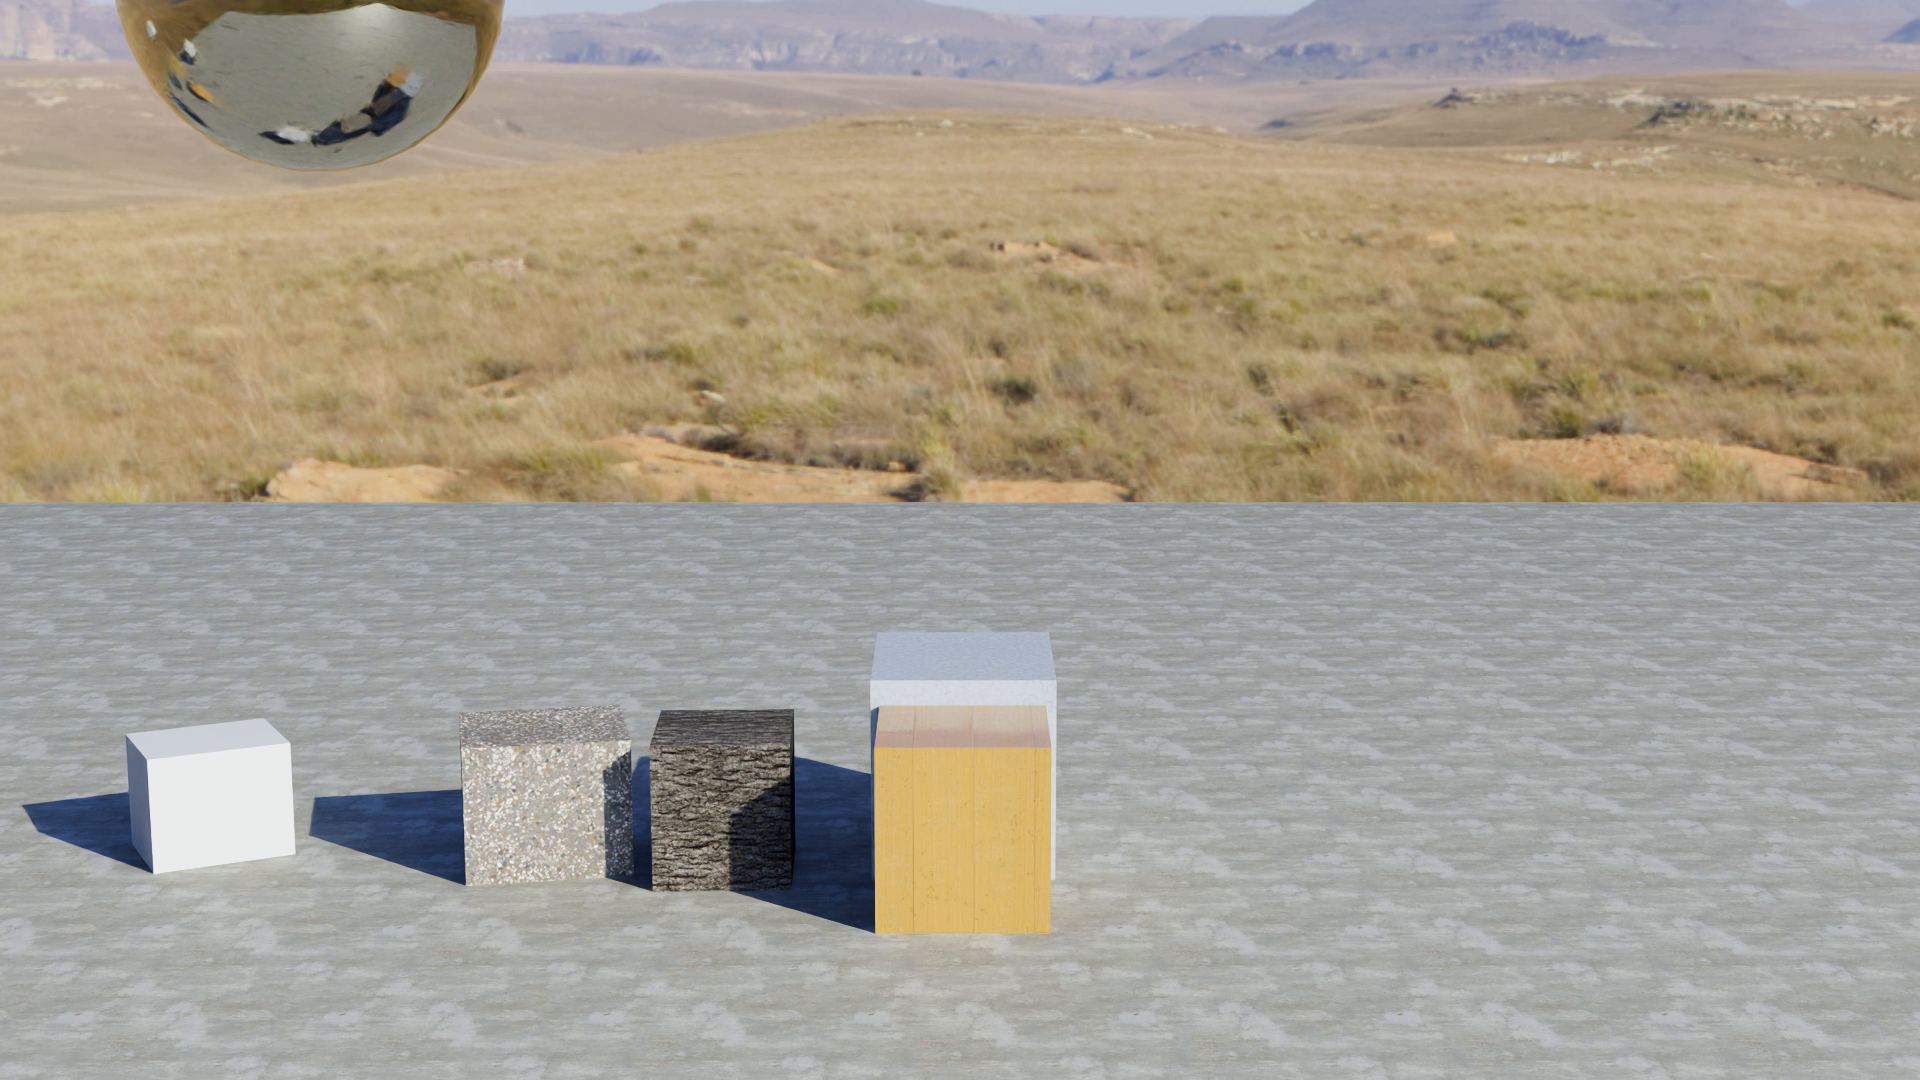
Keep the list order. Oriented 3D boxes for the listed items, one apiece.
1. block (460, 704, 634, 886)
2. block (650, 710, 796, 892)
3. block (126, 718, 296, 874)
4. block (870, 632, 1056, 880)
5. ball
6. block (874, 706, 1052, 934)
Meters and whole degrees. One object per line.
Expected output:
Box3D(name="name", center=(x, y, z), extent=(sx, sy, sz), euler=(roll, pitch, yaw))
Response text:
Box3D(name="block", center=(-1.870, 1.140, 11.566), extent=(0.732, 0.619, 0.658), euler=(-2, 11, -11))
Box3D(name="block", center=(-1.046, 1.149, 11.417), extent=(0.602, 0.653, 0.631), euler=(0, 10, -2))
Box3D(name="block", center=(-3.426, 1.160, 11.723), extent=(0.628, 0.523, 0.512), euler=(-5, 12, -27))
Box3D(name="block", center=(0.015, 0.967, 11.722), extent=(0.810, 0.902, 0.984), euler=(0, 10, 0))
Box3D(name="ball", center=(-2.716, -2.348, 10.753), extent=(1.600, 1.600, 1.600), euler=(0, 10, 0))
Box3D(name="block", center=(0.012, 1.174, 10.889), extent=(0.723, 0.794, 0.710), euler=(0, 10, 0))
